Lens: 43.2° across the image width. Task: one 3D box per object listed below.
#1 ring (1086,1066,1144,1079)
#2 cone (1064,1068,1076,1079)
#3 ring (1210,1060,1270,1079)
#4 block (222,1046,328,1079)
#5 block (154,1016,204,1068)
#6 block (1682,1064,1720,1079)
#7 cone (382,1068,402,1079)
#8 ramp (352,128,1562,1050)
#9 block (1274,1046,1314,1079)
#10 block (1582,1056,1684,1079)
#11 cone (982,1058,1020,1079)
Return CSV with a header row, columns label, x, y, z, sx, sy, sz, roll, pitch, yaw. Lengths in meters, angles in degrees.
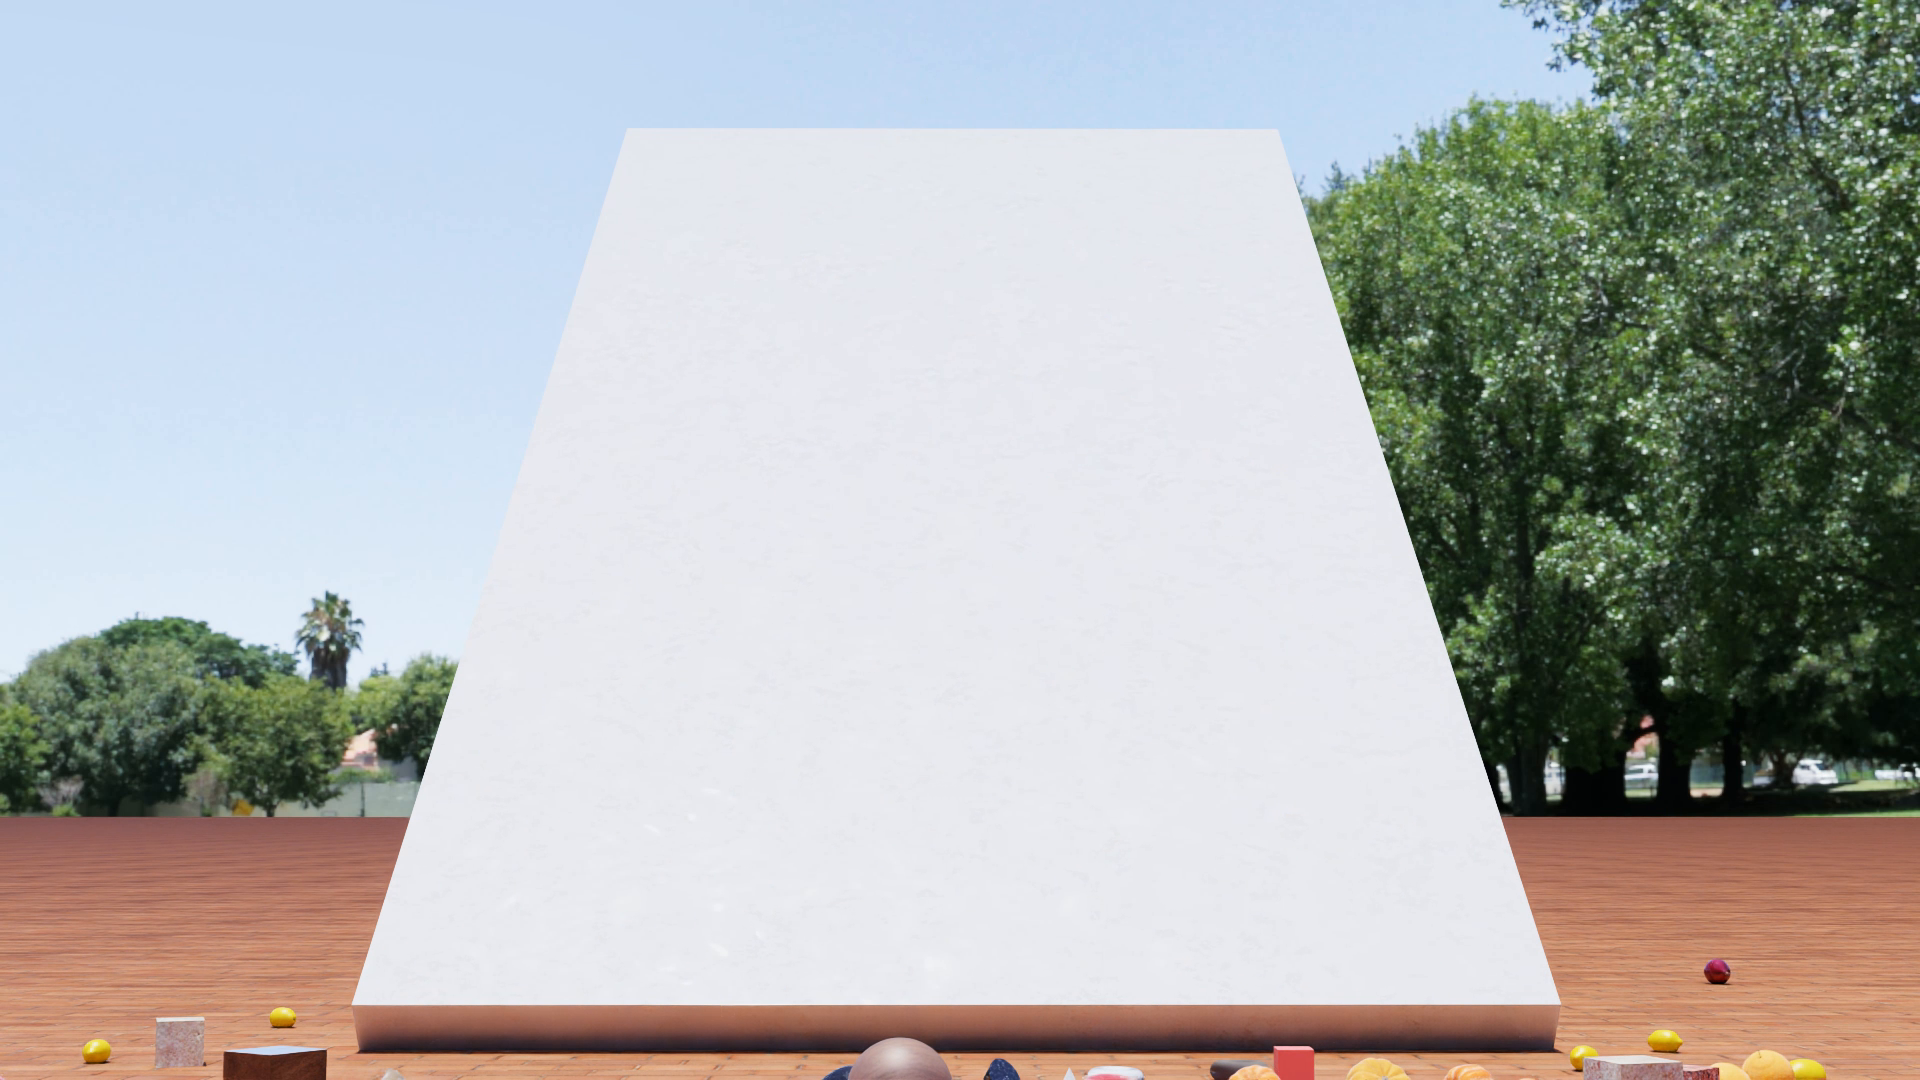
label,x,y,z,sx,sy,sz,roll,pitch,yaw
ring,0.226,0.780,3.516,0.084,0.028,0.084,1,-6,0
cone,0.146,0.732,3.229,0.059,0.059,0.059,0,-6,0
ring,0.416,0.789,3.600,0.089,0.030,0.089,1,-8,0
block,-0.884,0.705,3.126,0.091,0.091,0.091,-4,-8,34
block,-1.232,0.793,3.828,0.071,0.071,0.071,2,-7,-19
block,0.926,0.713,3.111,0.071,0.071,0.071,6,-9,-44
cone,-0.793,0.763,3.337,0.050,0.050,0.050,-40,19,-34
ramp,-0.014,-0.205,5.756,2.000,0.100,4.000,0,31,0
block,0.490,0.772,3.554,0.052,0.052,0.052,0,-6,1
block,0.845,0.697,3.042,0.088,0.088,0.088,2,-7,-16
cone,0.041,0.762,3.357,0.065,0.065,0.065,-36,-26,30
